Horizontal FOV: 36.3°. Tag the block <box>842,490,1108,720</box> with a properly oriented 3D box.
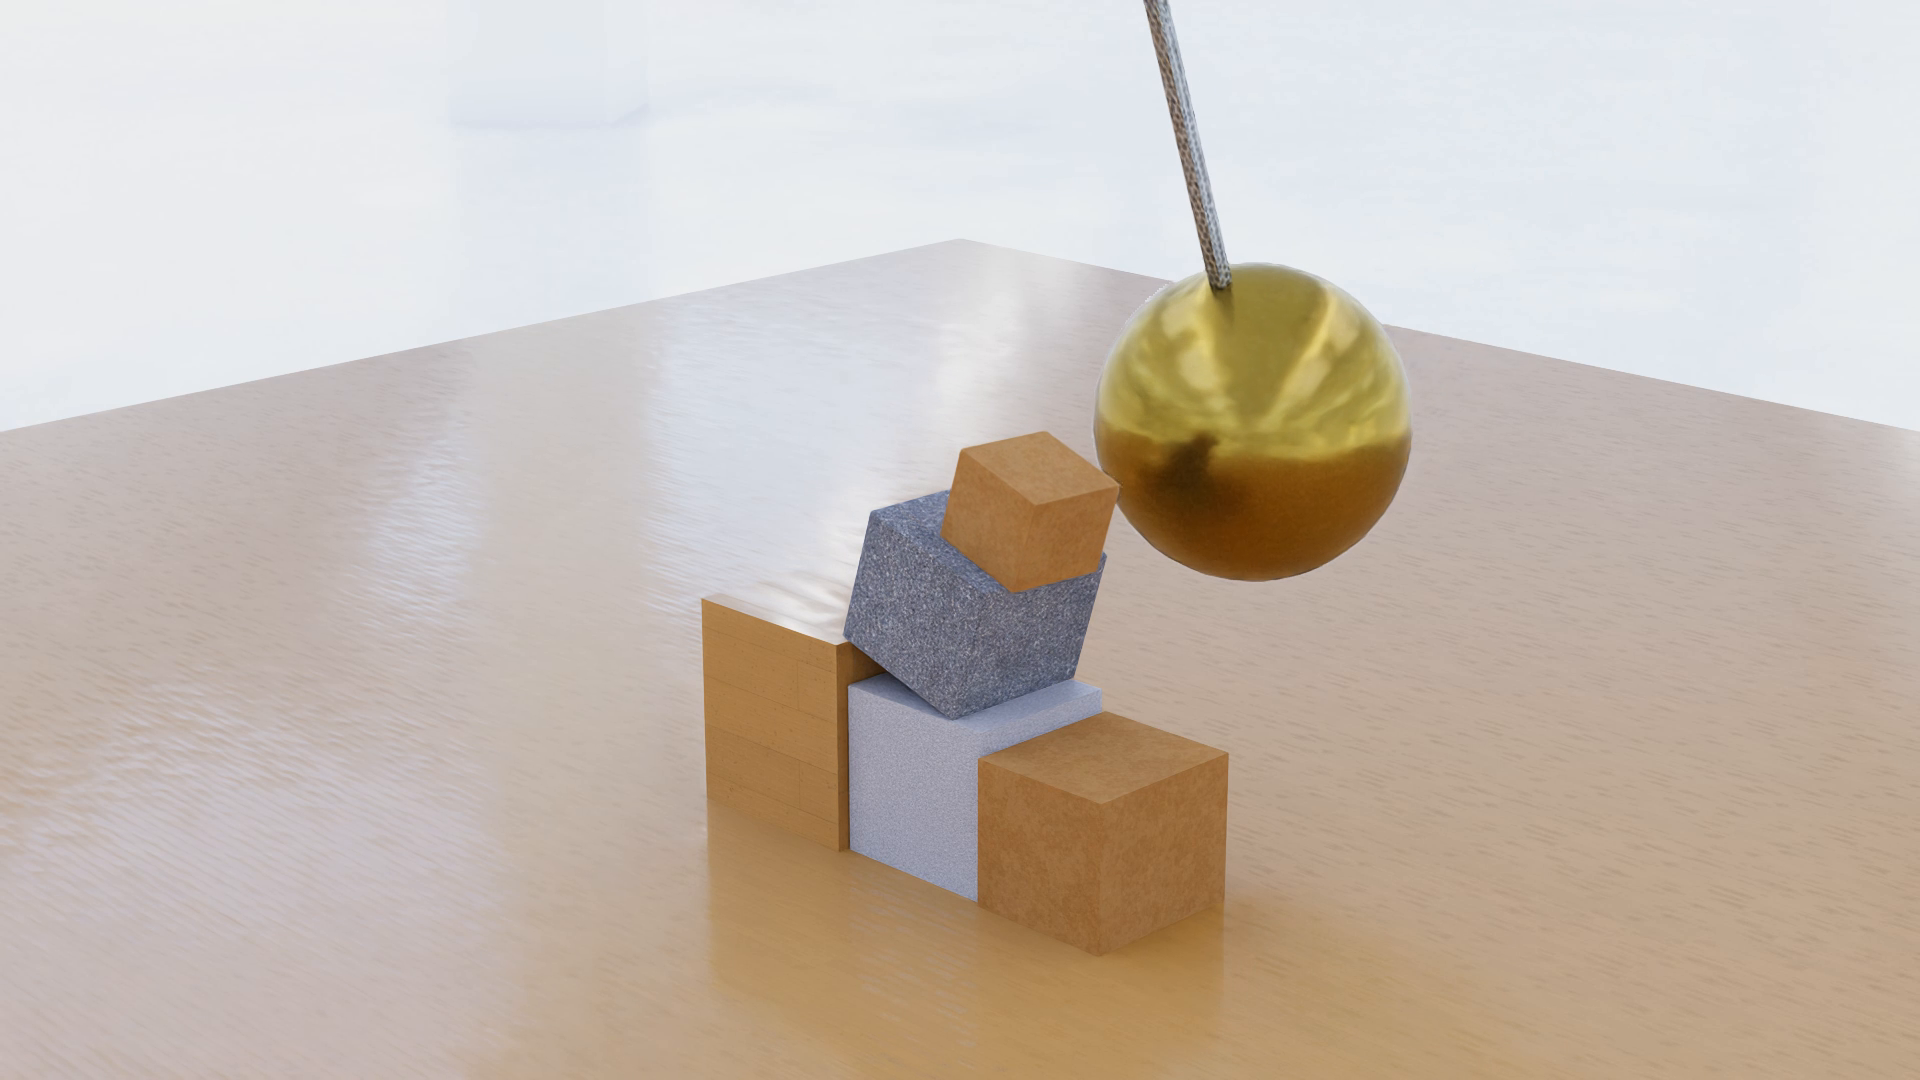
[{"bbox_3d":[0.063,0.254,13.366,0.791,0.670,0.753,-17,41,-42],"label":"block"}]

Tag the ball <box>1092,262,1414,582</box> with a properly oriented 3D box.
[{"bbox_3d":[1.467,-0.590,14.694,1.600,1.600,1.600,0,17,0],"label":"ball"}]

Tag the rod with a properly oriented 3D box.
[{"bbox_3d":[0.636,-3.384,12.944,0.080,5.200,0.080,17,44,42],"label":"rod"}]

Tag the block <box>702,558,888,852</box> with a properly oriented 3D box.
[{"bbox_3d":[-0.579,0.772,14.176,0.914,1.027,0.952,-17,24,-42],"label":"block"}]

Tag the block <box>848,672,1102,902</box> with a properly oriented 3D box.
[{"bbox_3d":[0.068,1.066,13.587,0.789,0.819,0.861,-17,24,-42],"label":"block"}]

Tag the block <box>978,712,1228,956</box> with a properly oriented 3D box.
[{"bbox_3d":[0.634,1.291,13.053,0.838,0.710,0.735,-17,24,-42],"label":"block"}]

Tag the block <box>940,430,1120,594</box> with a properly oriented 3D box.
[{"bbox_3d":[0.307,-0.130,12.991,0.510,0.449,0.509,-14,39,-40],"label":"block"}]
